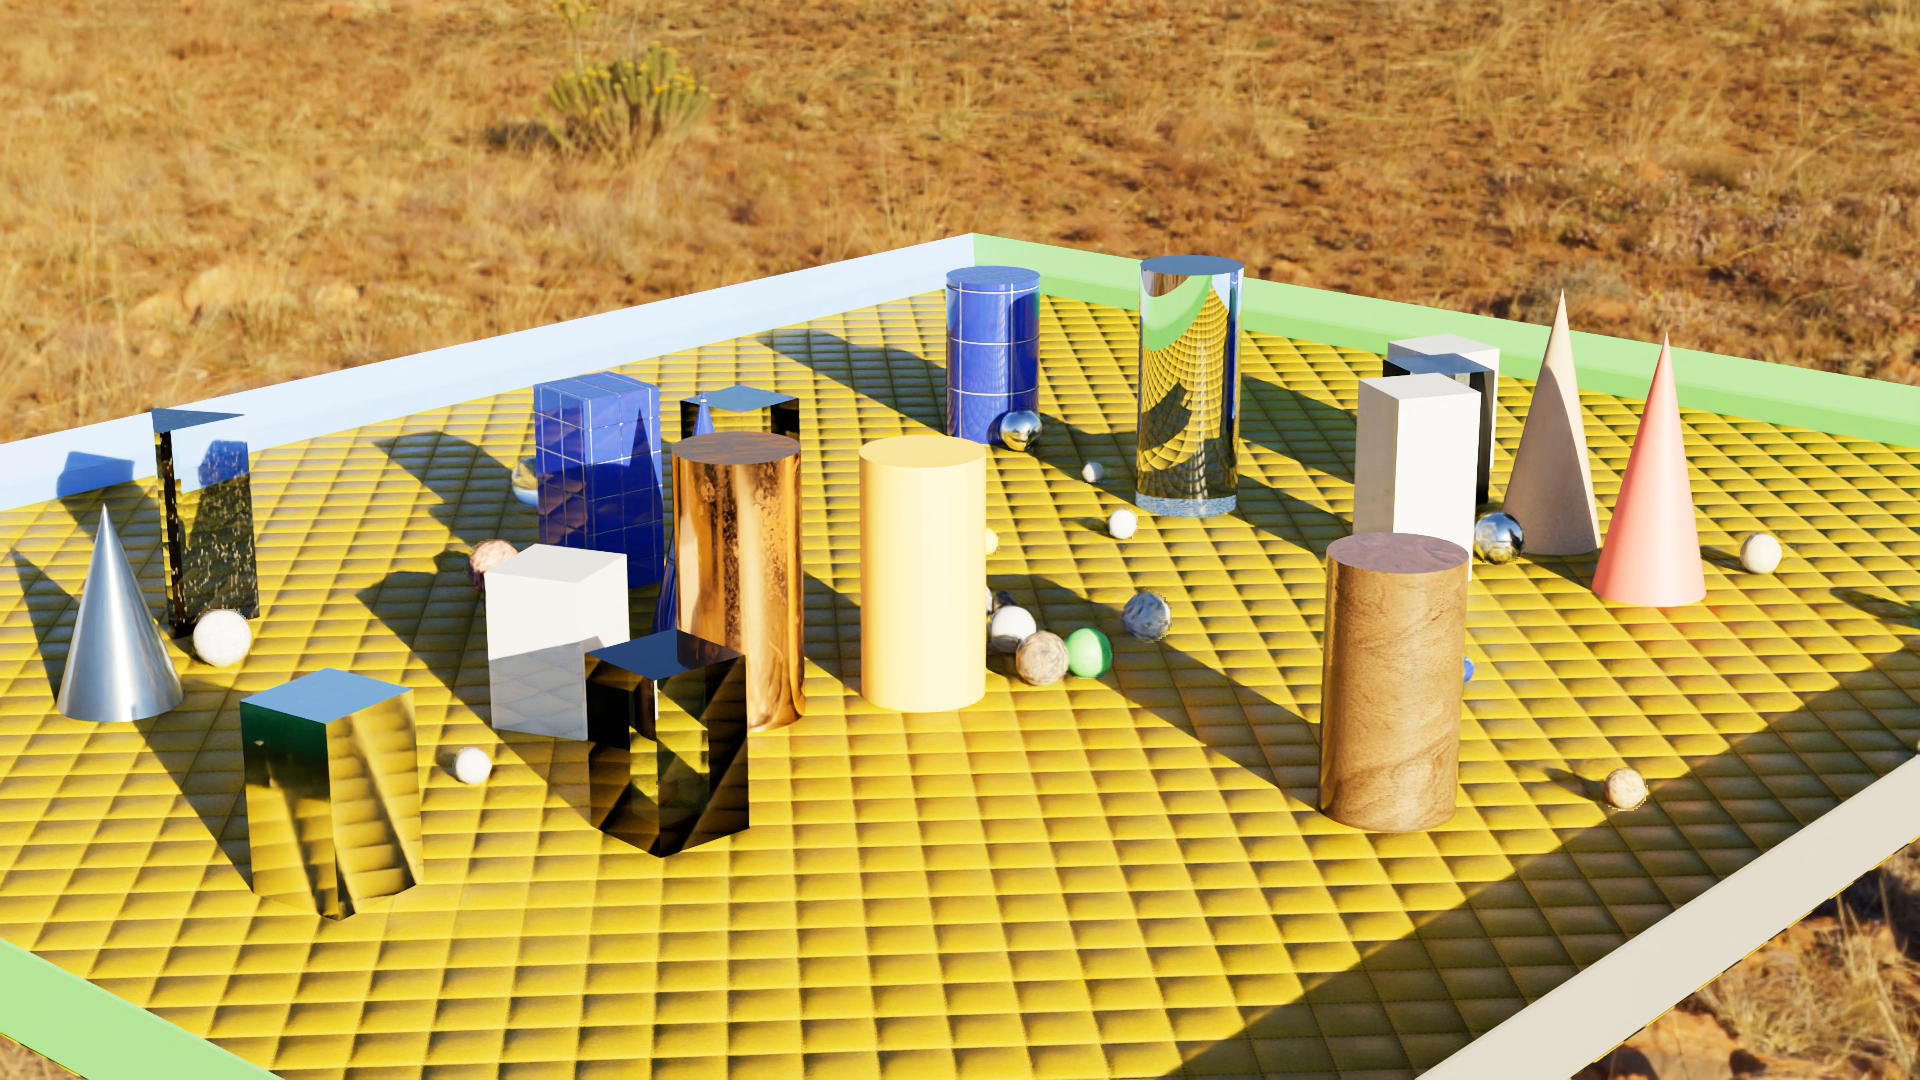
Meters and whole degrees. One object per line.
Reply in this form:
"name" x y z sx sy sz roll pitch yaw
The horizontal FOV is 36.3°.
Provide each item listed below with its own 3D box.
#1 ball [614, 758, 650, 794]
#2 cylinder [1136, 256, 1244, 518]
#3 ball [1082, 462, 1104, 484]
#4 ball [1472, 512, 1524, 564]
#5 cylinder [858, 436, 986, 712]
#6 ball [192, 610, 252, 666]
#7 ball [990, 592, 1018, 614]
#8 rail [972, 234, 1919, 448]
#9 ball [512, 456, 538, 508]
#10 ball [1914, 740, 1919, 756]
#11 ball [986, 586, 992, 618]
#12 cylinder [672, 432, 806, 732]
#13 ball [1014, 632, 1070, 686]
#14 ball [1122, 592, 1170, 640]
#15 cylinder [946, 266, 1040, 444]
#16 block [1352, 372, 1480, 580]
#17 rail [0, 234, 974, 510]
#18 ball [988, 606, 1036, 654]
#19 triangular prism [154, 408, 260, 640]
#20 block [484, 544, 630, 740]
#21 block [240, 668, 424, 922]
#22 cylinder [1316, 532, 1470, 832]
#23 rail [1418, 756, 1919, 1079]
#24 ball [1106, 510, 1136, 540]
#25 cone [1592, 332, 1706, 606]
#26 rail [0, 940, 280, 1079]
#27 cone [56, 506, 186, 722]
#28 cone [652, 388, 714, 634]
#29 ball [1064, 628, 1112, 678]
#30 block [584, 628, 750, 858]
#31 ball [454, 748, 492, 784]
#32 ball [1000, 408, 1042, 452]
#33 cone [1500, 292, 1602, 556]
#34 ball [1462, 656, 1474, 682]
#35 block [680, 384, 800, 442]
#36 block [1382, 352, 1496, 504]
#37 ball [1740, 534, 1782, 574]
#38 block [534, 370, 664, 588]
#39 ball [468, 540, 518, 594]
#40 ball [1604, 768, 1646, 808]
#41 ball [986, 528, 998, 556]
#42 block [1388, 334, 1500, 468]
"ball" -0.475 0.340 4.234 0.052 0.052 0.052 0 17 0
"cylinder" 0.439 -0.296 5.621 0.197 0.469 0.197 0 17 0
"ball" 0.264 -0.134 5.822 0.043 0.043 0.043 0 17 0
"ball" 0.973 -0.004 5.304 0.094 0.094 0.094 0 17 0
"cylinder" -0.058 0.051 4.600 0.197 0.394 0.197 0 17 0
"ball" -1.199 0.159 4.762 0.093 0.093 0.093 0 17 0
"ball" 0.074 0.111 5.001 0.047 0.047 0.047 0 17 0
"rail" 1.326 -0.408 6.582 3.466 0.128 0.045 14 22 39
"ball" -0.816 -0.111 5.651 0.099 0.099 0.099 0 17 0
"ball" 1.435 0.312 4.295 0.069 0.069 0.069 0 17 0
"ball" 0.013 0.105 4.958 0.085 0.085 0.085 0 17 0
"cylinder" -0.339 0.063 4.507 0.197 0.425 0.197 0 17 0
"ball" 0.131 0.189 4.673 0.088 0.088 0.088 0 17 0
"ball" 0.310 0.128 4.889 0.080 0.080 0.080 0 17 0
"cylinder" 0.069 -0.389 6.154 0.197 0.340 0.197 0 17 0
"block" 0.808 -0.106 5.209 0.158 0.344 0.158 -6 18 -18
"rail" -1.291 -0.291 6.193 0.045 0.128 4.092 14 22 39
"ball" 0.085 0.148 4.826 0.079 0.079 0.079 0 17 0
"triangular prism" -1.310 -0.037 4.958 0.148 0.356 0.171 16 23 42
"block" -0.615 0.155 4.503 0.158 0.250 0.158 6 18 20
"block" -0.828 0.333 3.873 0.158 0.273 0.158 11 20 32
"cylinder" 0.609 0.199 4.134 0.197 0.379 0.197 0 17 0
"rail" 1.291 0.355 4.047 0.045 0.128 4.092 14 22 39
"ball" 0.301 -0.029 5.453 0.056 0.056 0.056 0 17 0
"cone" 1.212 -0.136 5.096 0.197 0.465 0.197 0 17 0
"rail" -1.326 0.473 3.658 3.466 0.128 0.045 14 22 39
"cone" -1.320 0.098 4.567 0.197 0.323 0.197 0 17 0
"cone" -0.422 -0.048 4.880 0.197 0.423 0.197 0 17 0
"ball" 0.204 0.181 4.714 0.081 0.081 0.081 0 17 0
"block" -0.406 0.280 4.077 0.158 0.257 0.158 -15 22 -41
"ball" -0.709 0.330 4.268 0.052 0.052 0.052 0 17 0
"ball" 0.126 -0.227 6.054 0.088 0.088 0.088 0 17 0
"cone" 1.093 -0.228 5.386 0.197 0.476 0.197 0 17 0
"ball" 0.802 0.206 4.693 0.043 0.043 0.043 0 17 0
"block" -0.412 -0.148 5.522 0.158 0.243 0.158 14 22 38
"block" 0.924 -0.212 5.696 0.158 0.265 0.158 -6 18 -19
"ball" 1.432 0.024 5.245 0.073 0.073 0.073 0 17 0
"block" -0.636 -0.100 5.172 0.158 0.354 0.158 -14 22 -38
"ball" -0.811 0.049 5.122 0.097 0.097 0.097 0 17 0
"ball" 0.946 0.354 4.177 0.058 0.058 0.058 0 17 0
"ball" 0.044 0.004 5.352 0.051 0.051 0.051 0 17 0
"block" 0.972 -0.274 5.933 0.158 0.247 0.158 -9 19 -28
